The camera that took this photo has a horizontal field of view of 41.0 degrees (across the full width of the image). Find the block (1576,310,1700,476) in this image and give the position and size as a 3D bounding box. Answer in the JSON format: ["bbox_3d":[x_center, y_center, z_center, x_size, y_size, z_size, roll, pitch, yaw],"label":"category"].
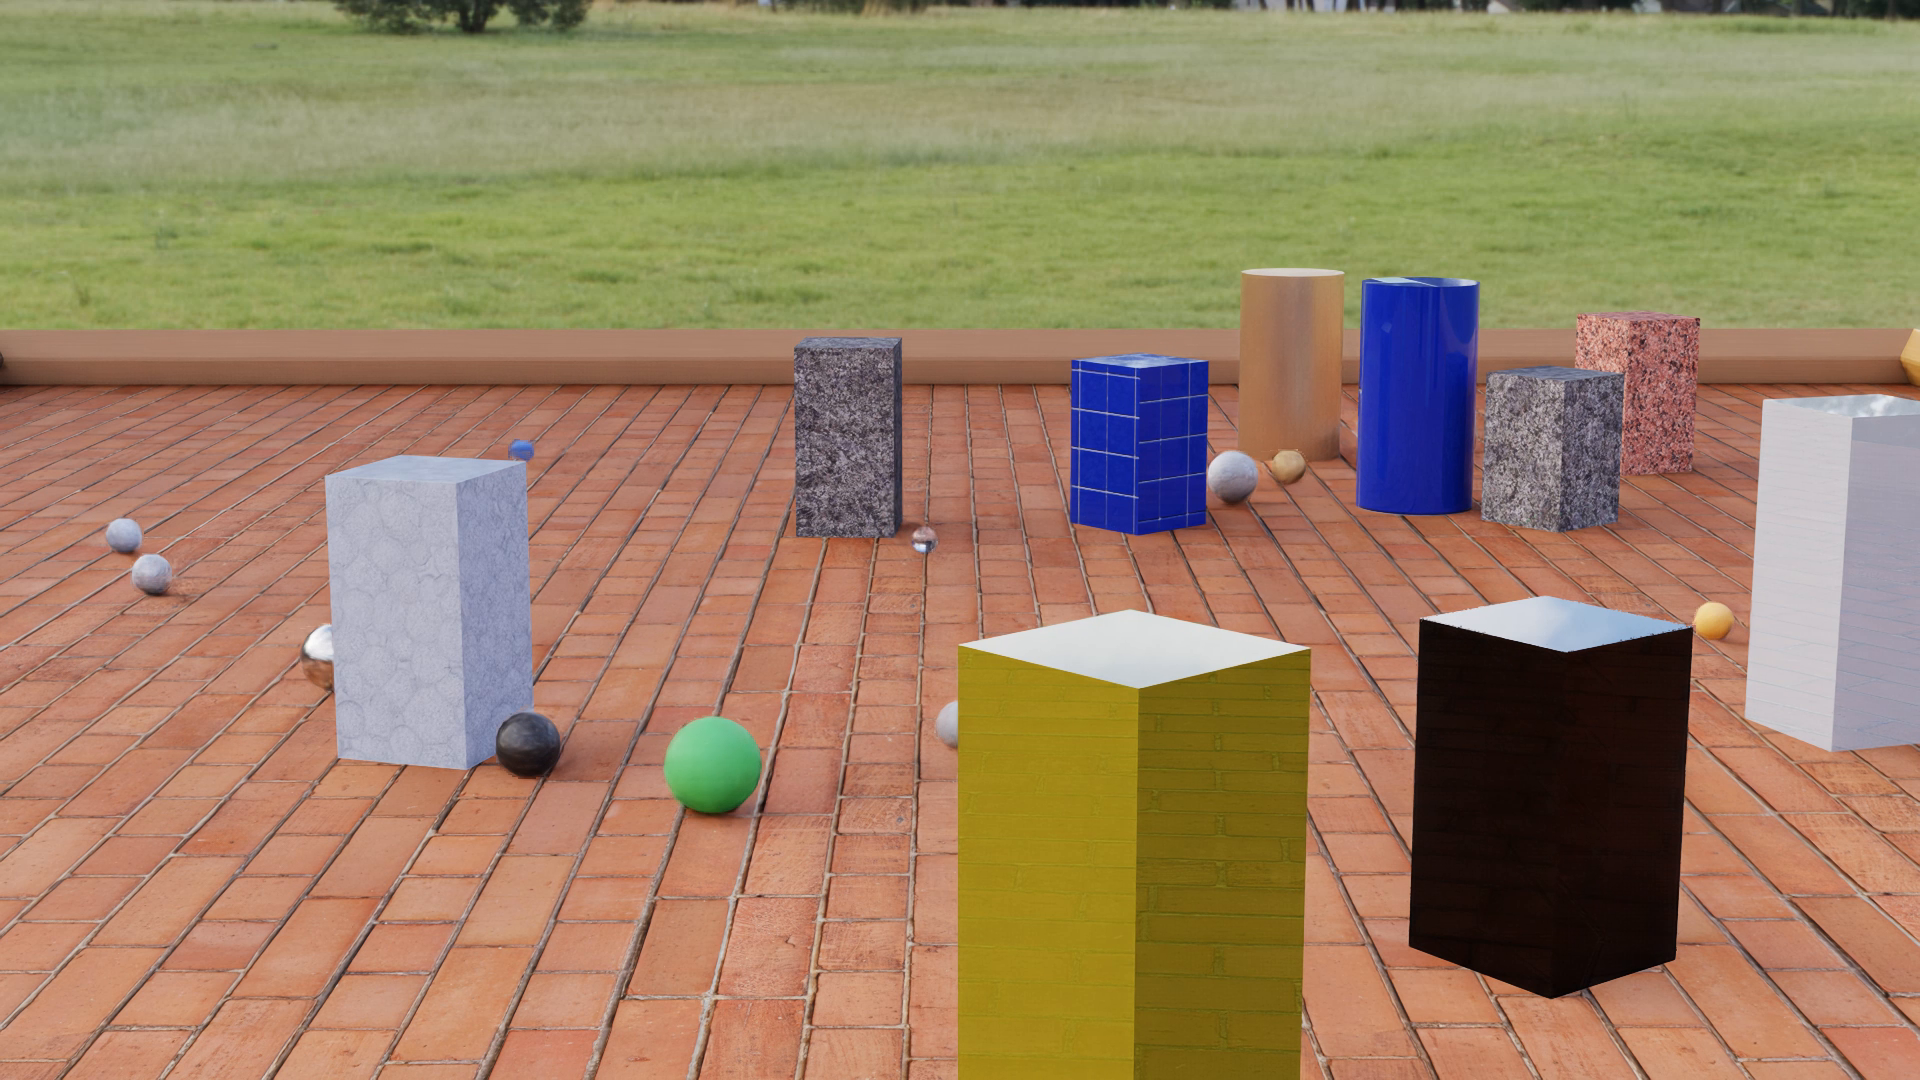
[{"bbox_3d":[1.223,-0.268,4.651,0.153,0.277,0.153,-4,11,-22],"label":"block"}]

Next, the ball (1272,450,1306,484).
[{"bbox_3d":[0.575,-0.128,4.491,0.060,0.060,0.060,0,11,0],"label":"ball"}]

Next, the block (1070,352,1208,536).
[{"bbox_3d":[0.285,-0.156,4.086,0.153,0.262,0.153,-9,14,-40],"label":"block"}]

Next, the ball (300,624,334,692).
[{"bbox_3d":[-0.733,0.138,3.009,0.080,0.080,0.080,0,11,0],"label":"ball"}]

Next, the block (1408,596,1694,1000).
[{"bbox_3d":[0.482,0.205,2.101,0.153,0.280,0.153,-8,13,-36],"label":"block"}]

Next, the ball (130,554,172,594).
[{"bbox_3d":[-1.121,0.048,3.560,0.055,0.055,0.055,0,11,0],"label":"ball"}]

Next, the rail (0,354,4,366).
[{"bbox_3d":[-2.180,0.034,3.437,0.045,0.124,4.953,0,11,0],"label":"rail"}]

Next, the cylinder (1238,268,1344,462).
[{"bbox_3d":[0.619,-0.330,4.801,0.191,0.343,0.191,0,11,0],"label":"cylinder"}]

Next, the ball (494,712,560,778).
[{"bbox_3d":[-0.446,0.211,2.650,0.067,0.067,0.067,0,11,0],"label":"ball"}]

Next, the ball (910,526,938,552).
[{"bbox_3d":[-0.054,-0.001,3.862,0.040,0.040,0.040,0,11,0],"label":"ball"}]

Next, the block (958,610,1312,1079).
[{"bbox_3d":[0.107,0.249,1.609,0.153,0.373,0.153,-10,14,-42],"label":"block"}]

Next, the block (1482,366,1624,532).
[{"bbox_3d":[0.949,-0.149,4.110,0.153,0.240,0.153,-9,14,-39],"label":"block"}]

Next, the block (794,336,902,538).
[{"bbox_3d":[-0.174,-0.163,4.037,0.153,0.296,0.153,1,11,4],"label":"block"}]

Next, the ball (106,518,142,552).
[{"bbox_3d":[-1.259,-0.007,3.863,0.052,0.052,0.052,0,11,0],"label":"ball"}]

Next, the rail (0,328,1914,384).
[{"bbox_3d":[-0.014,-0.417,5.860,4.408,0.124,0.045,0,11,0],"label":"rail"}]

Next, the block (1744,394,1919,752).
[{"bbox_3d":[0.981,0.032,2.809,0.153,0.361,0.153,-4,11,-18],"label":"block"}]

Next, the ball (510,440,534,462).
[{"bbox_3d":[-0.806,-0.162,4.719,0.044,0.044,0.044,0,11,0],"label":"ball"}]

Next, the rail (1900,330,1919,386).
[{"bbox_3d":[2.180,0.030,3.462,0.045,0.124,4.953,0,11,0],"label":"rail"}]

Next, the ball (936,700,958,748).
[{"bbox_3d":[0.000,0.199,2.758,0.052,0.052,0.052,0,11,0],"label":"ball"}]

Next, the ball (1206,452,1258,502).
[{"bbox_3d":[0.457,-0.106,4.300,0.086,0.086,0.086,0,11,0],"label":"ball"}]

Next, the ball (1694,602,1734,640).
[{"bbox_3d":[0.964,0.103,3.279,0.048,0.048,0.048,0,11,0],"label":"ball"}]

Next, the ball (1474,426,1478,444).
[{"bbox_3d":[0.934,-0.198,4.825,0.076,0.076,0.076,0,11,0],"label":"ball"}]

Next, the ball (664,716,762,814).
[{"bbox_3d":[-0.243,0.221,2.519,0.095,0.095,0.095,0,11,0],"label":"ball"}]

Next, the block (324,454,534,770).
[{"bbox_3d":[-0.564,0.073,2.744,0.153,0.303,0.153,3,11,18],"label":"block"}]

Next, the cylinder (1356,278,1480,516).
[{"bbox_3d":[0.755,-0.240,4.237,0.191,0.373,0.191,0,11,0],"label":"cylinder"}]
